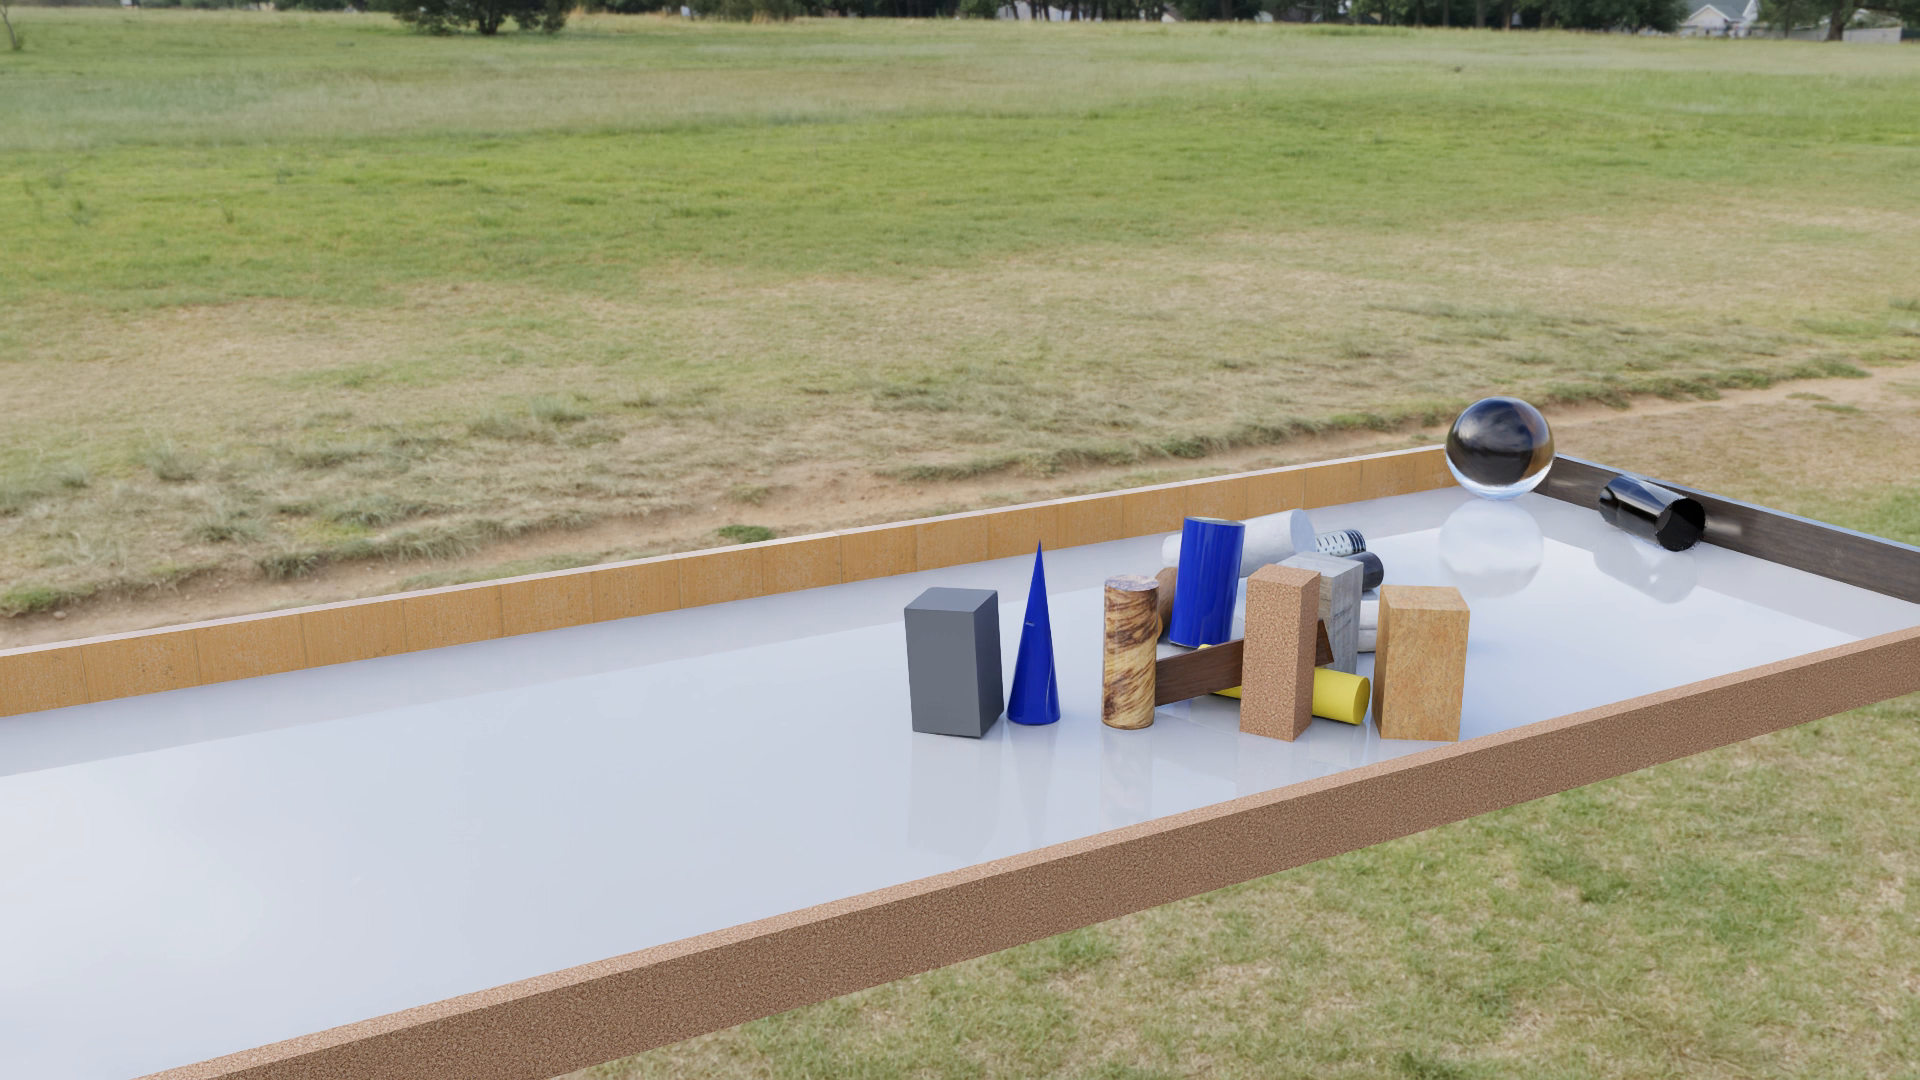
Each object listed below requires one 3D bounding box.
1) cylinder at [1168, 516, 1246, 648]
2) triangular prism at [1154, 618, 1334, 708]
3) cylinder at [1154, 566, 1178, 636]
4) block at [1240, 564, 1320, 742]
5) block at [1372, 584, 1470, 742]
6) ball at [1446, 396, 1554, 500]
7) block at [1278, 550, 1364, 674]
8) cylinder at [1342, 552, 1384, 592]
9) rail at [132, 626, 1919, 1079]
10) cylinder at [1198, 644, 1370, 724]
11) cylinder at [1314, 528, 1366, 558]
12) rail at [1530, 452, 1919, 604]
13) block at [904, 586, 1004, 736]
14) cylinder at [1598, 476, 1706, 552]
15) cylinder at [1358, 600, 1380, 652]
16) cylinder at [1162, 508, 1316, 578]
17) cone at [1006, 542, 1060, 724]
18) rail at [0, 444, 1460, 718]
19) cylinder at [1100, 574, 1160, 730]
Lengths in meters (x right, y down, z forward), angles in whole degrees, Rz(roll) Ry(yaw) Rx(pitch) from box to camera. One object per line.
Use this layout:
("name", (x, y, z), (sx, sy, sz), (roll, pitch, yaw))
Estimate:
("cylinder", (0.652, 0.112, 4.350), (0.162, 0.327, 0.162), (6, 7, -1))
("triangular prism", (0.652, 0.275, 3.940), (0.451, 0.098, 0.114), (-15, 44, 9))
("cylinder", (0.547, 0.177, 4.551), (0.114, 0.114, 0.350), (6, 17, 20))
("block", (0.738, 0.259, 3.808), (0.129, 0.375, 0.129), (9, 19, 29))
("block", (1.065, 0.284, 3.827), (0.174, 0.317, 0.174), (2, 16, 6))
("ball", (1.900, -0.325, 5.810), (0.367, 0.367, 0.367), (0, 16, 0))
("block", (0.886, 0.205, 4.118), (0.161, 0.305, 0.161), (13, 21, 38))
("cylinder", (1.040, 0.119, 4.752), (0.398, 0.111, 0.111), (-10, 19, -32))
("rail", (-2.336, 1.006, 1.665), (12.000, 0.150, 0.050), (-9, 18, -27))
("cylinder", (0.770, 0.345, 3.978), (0.413, 0.114, 0.114), (10, 19, 32))
("cylinder", (1.058, 0.045, 4.998), (0.347, 0.115, 0.115), (-9, 18, -27))
("rail", (2.466, -0.048, 5.253), (0.050, 0.150, 2.100), (-9, 18, -27))
("block", (-0.011, 0.281, 3.847), (0.168, 0.301, 0.168), (2, 16, 20))
("cylinder", (2.241, -0.089, 5.348), (0.174, 0.174, 0.308), (-4, 17, -12))
("cylinder", (1.092, 0.226, 4.349), (0.460, 0.134, 0.134), (-1, 16, -5))
("cylinder", (0.799, 0.029, 4.739), (0.409, 0.163, 0.163), (-13, 6, 35))
("cone", (0.180, 0.205, 3.873), (0.132, 0.438, 0.132), (1, 15, 0))
("rail", (-3.305, 0.497, 3.399), (12.000, 0.150, 0.050), (-9, 18, -27))
("cylinder", (0.397, 0.262, 3.858), (0.126, 0.341, 0.126), (0, 16, 0))
